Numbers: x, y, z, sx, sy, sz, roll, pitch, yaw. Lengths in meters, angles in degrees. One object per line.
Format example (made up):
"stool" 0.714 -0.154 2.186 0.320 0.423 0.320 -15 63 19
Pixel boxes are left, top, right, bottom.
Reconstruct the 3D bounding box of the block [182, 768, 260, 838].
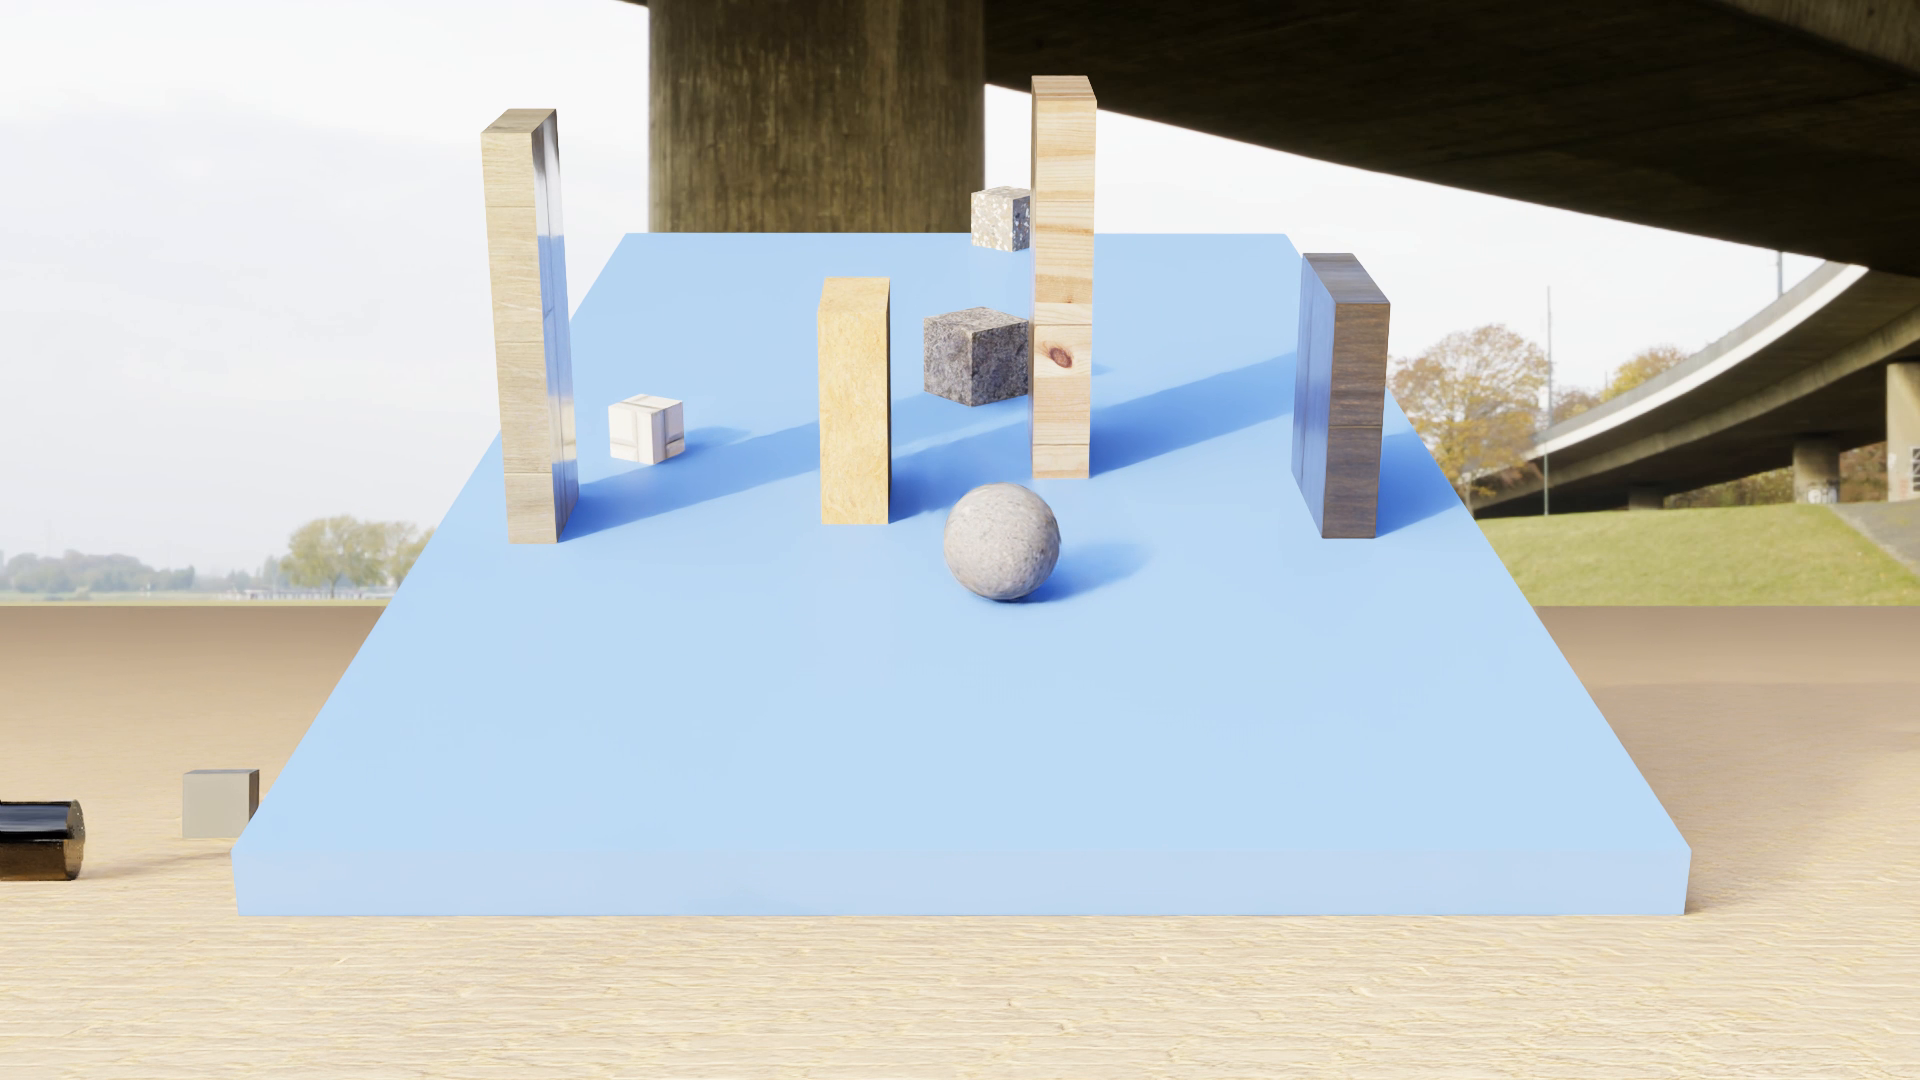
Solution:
"block" -1.373 0.489 4.209 0.117 0.117 0.117 0 -2 -8

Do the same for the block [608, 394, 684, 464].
"block" -0.659 -0.234 4.763 0.110 0.110 0.110 11 23 28

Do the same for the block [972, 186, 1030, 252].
"block" 0.143 -0.951 6.692 0.154 0.154 0.154 16 25 37

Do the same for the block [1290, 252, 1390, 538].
"block" 0.736 -0.289 4.410 0.101 0.457 0.421 0 20 0

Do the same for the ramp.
"ramp" -0.005 -0.205 4.998 2.000 0.100 4.000 0 20 0

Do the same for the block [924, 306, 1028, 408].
"block" 0.039 -0.422 5.195 0.174 0.174 0.174 -15 25 -37

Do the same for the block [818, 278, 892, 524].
"block" -0.203 -0.276 4.429 0.128 0.418 0.290 0 20 0

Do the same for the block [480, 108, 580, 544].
"block" -0.803 -0.402 4.257 0.090 0.771 0.277 0 20 0

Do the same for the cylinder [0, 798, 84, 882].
"cylinder" -1.441 0.467 3.519 0.125 0.125 0.125 -1 -1 -8

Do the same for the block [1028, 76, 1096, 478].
"block" 0.206 -0.543 4.657 0.114 0.767 0.335 0 20 0

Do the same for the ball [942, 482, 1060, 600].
"ball" 0.073 0.002 3.971 0.207 0.207 0.207 0 -2 0
